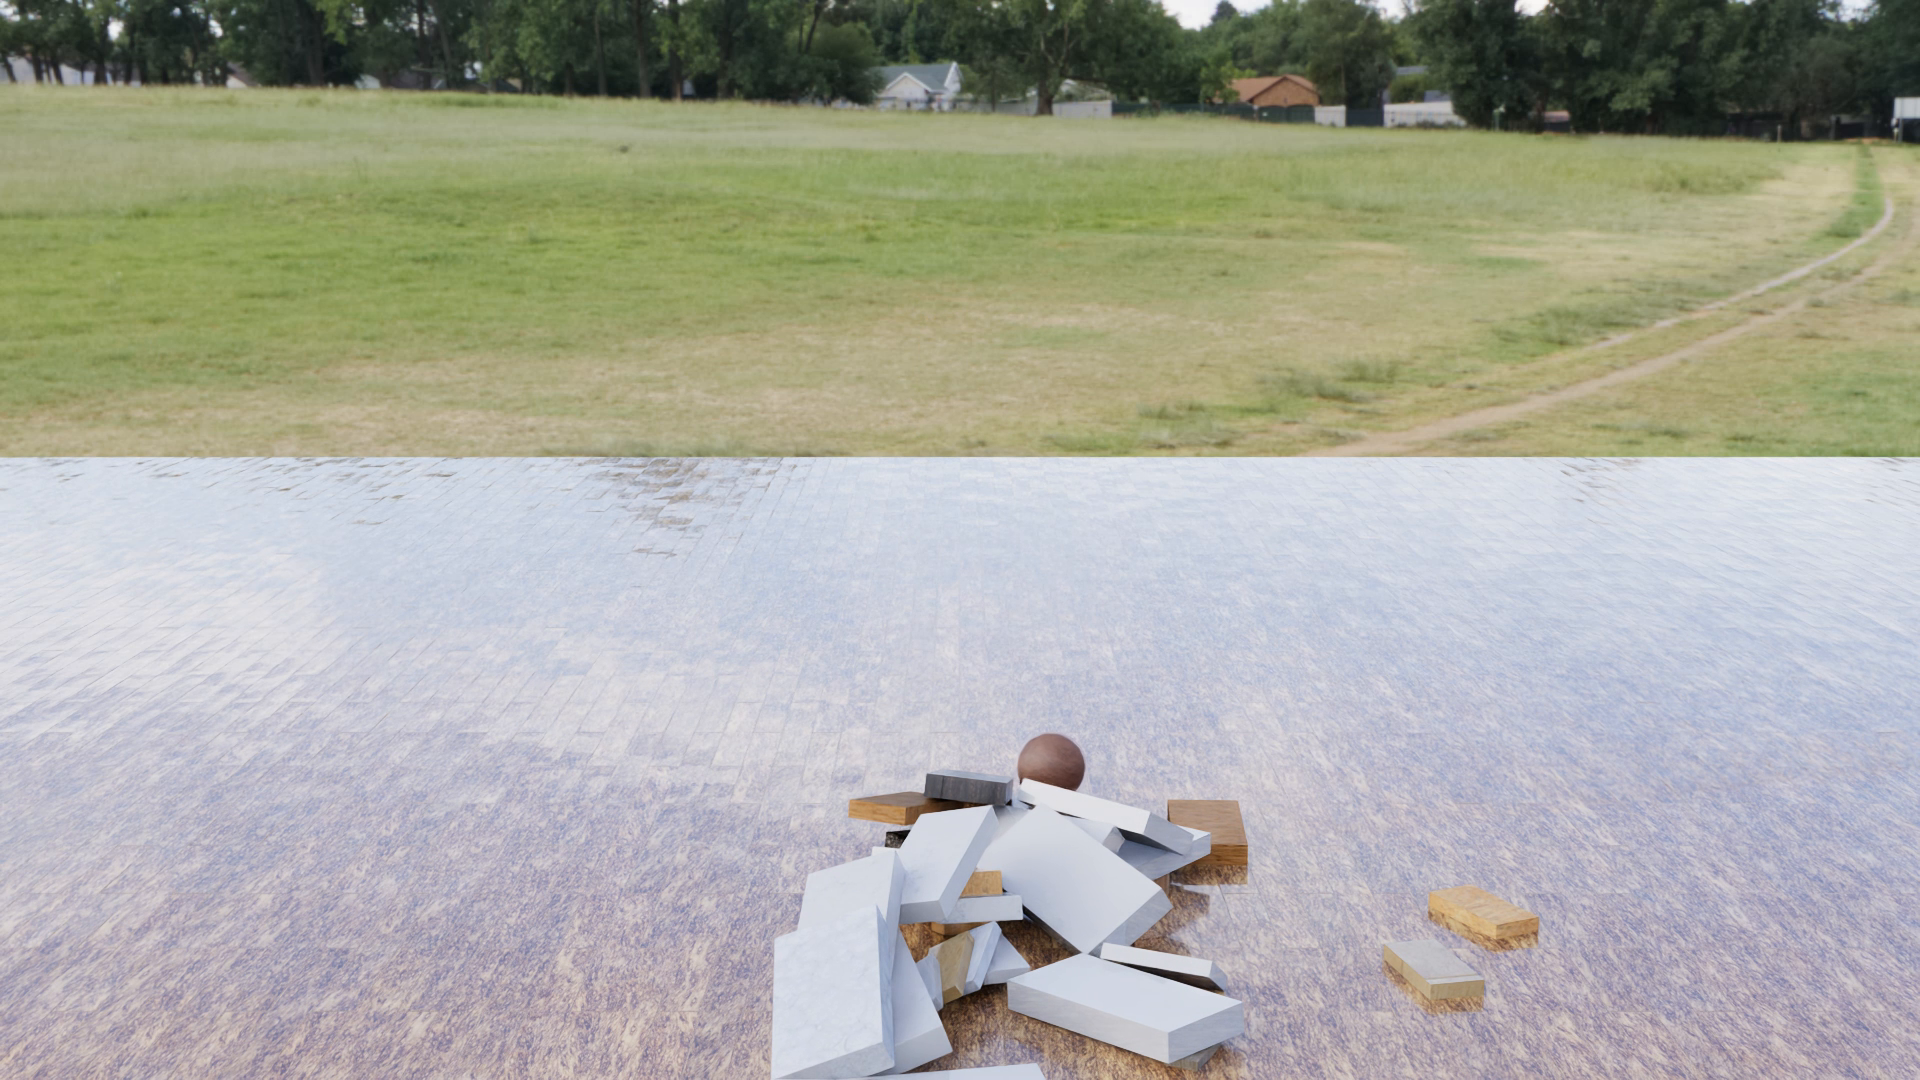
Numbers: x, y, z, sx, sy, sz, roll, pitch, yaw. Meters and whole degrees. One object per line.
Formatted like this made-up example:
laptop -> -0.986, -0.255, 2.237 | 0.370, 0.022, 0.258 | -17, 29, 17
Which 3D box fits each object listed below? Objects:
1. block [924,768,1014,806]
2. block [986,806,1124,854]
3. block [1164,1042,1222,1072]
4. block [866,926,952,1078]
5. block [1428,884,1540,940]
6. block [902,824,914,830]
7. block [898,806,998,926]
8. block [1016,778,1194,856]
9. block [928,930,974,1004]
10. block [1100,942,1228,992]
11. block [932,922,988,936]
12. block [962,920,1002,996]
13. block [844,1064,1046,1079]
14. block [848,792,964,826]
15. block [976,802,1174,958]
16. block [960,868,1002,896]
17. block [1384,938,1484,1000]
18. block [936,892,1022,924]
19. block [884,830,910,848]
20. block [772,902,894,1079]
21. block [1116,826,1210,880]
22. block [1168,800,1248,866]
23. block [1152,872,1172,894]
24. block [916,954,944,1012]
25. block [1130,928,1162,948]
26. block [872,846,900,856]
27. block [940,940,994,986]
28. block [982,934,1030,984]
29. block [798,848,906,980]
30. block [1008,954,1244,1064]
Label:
block -> 0.021, 0.442, 3.947 | 0.136, 0.039, 0.518 | 7, -5, 3
block -> 0.129, 0.517, 3.638 | 0.273, 0.039, 0.136 | 3, 46, 46
block -> 0.321, 0.703, 3.026 | 0.048, 0.014, 0.095 | 5, 12, 26
block -> -0.120, 0.650, 3.106 | 0.143, 0.041, 0.413 | -22, 14, -6
block -> 0.845, 0.600, 3.552 | 0.085, 0.024, 0.170 | -5, 12, -25
block -> -0.012, 0.498, 3.903 | 0.108, 0.030, 0.215 | 4, -3, 21
block -> -0.041, 0.498, 3.368 | 0.127, 0.036, 0.254 | -11, 22, 26
block -> 0.241, 0.463, 3.676 | 0.273, 0.039, 0.136 | 10, -15, 42
block -> -0.021, 0.631, 3.216 | 0.069, 0.020, 0.139 | -29, 17, 19
block -> 0.302, 0.632, 3.257 | 0.170, 0.024, 0.085 | 5, -22, 26
block -> 0.001, 0.602, 3.437 | 0.072, 0.020, 0.143 | -2, -7, -9
block -> 0.013, 0.623, 3.247 | 0.069, 0.020, 0.139 | -25, 19, 26
block -> -0.025, 0.729, 2.812 | 0.286, 0.041, 0.143 | -2, 11, -11
block -> -0.089, 0.456, 3.744 | 0.108, 0.030, 0.215 | 4, 0, 27
block -> 0.172, 0.543, 3.473 | 0.156, 0.044, 0.356 | -39, 31, -14
block -> -0.025, 0.549, 3.526 | 0.127, 0.036, 0.254 | -1, -7, -13
block -> 0.711, 0.645, 3.308 | 0.085, 0.024, 0.170 | -2, 11, -12
block -> 0.012, 0.573, 3.441 | 0.127, 0.036, 0.254 | -2, -7, -9
block -> -0.034, 0.522, 3.804 | 0.108, 0.030, 0.215 | 4, -3, 24
block -> -0.174, 0.626, 2.995 | 0.156, 0.044, 0.311 | -20, 25, 6
block -> 0.297, 0.529, 3.697 | 0.129, 0.037, 0.258 | 8, 13, 38
block -> 0.441, 0.522, 3.937 | 0.129, 0.037, 0.258 | 1, 11, 3
block -> 0.229, 0.558, 3.741 | 0.258, 0.037, 0.129 | 1, 11, 8
block -> -0.061, 0.650, 3.162 | 0.069, 0.020, 0.139 | -33, 15, 6
block -> 0.276, 0.619, 3.473 | 0.048, 0.014, 0.095 | -4, 11, -22
block -> -0.094, 0.534, 3.698 | 0.058, 0.016, 0.115 | 0, -15, 30
block -> 0.009, 0.641, 3.337 | 0.072, 0.020, 0.143 | -1, 11, -4
block -> 0.050, 0.628, 3.299 | 0.072, 0.020, 0.143 | -3, 11, -16
block -> -0.164, 0.568, 3.213 | 0.143, 0.041, 0.286 | -18, 24, 12
block -> 0.232, 0.661, 3.121 | 0.156, 0.044, 0.311 | -10, 11, -42
